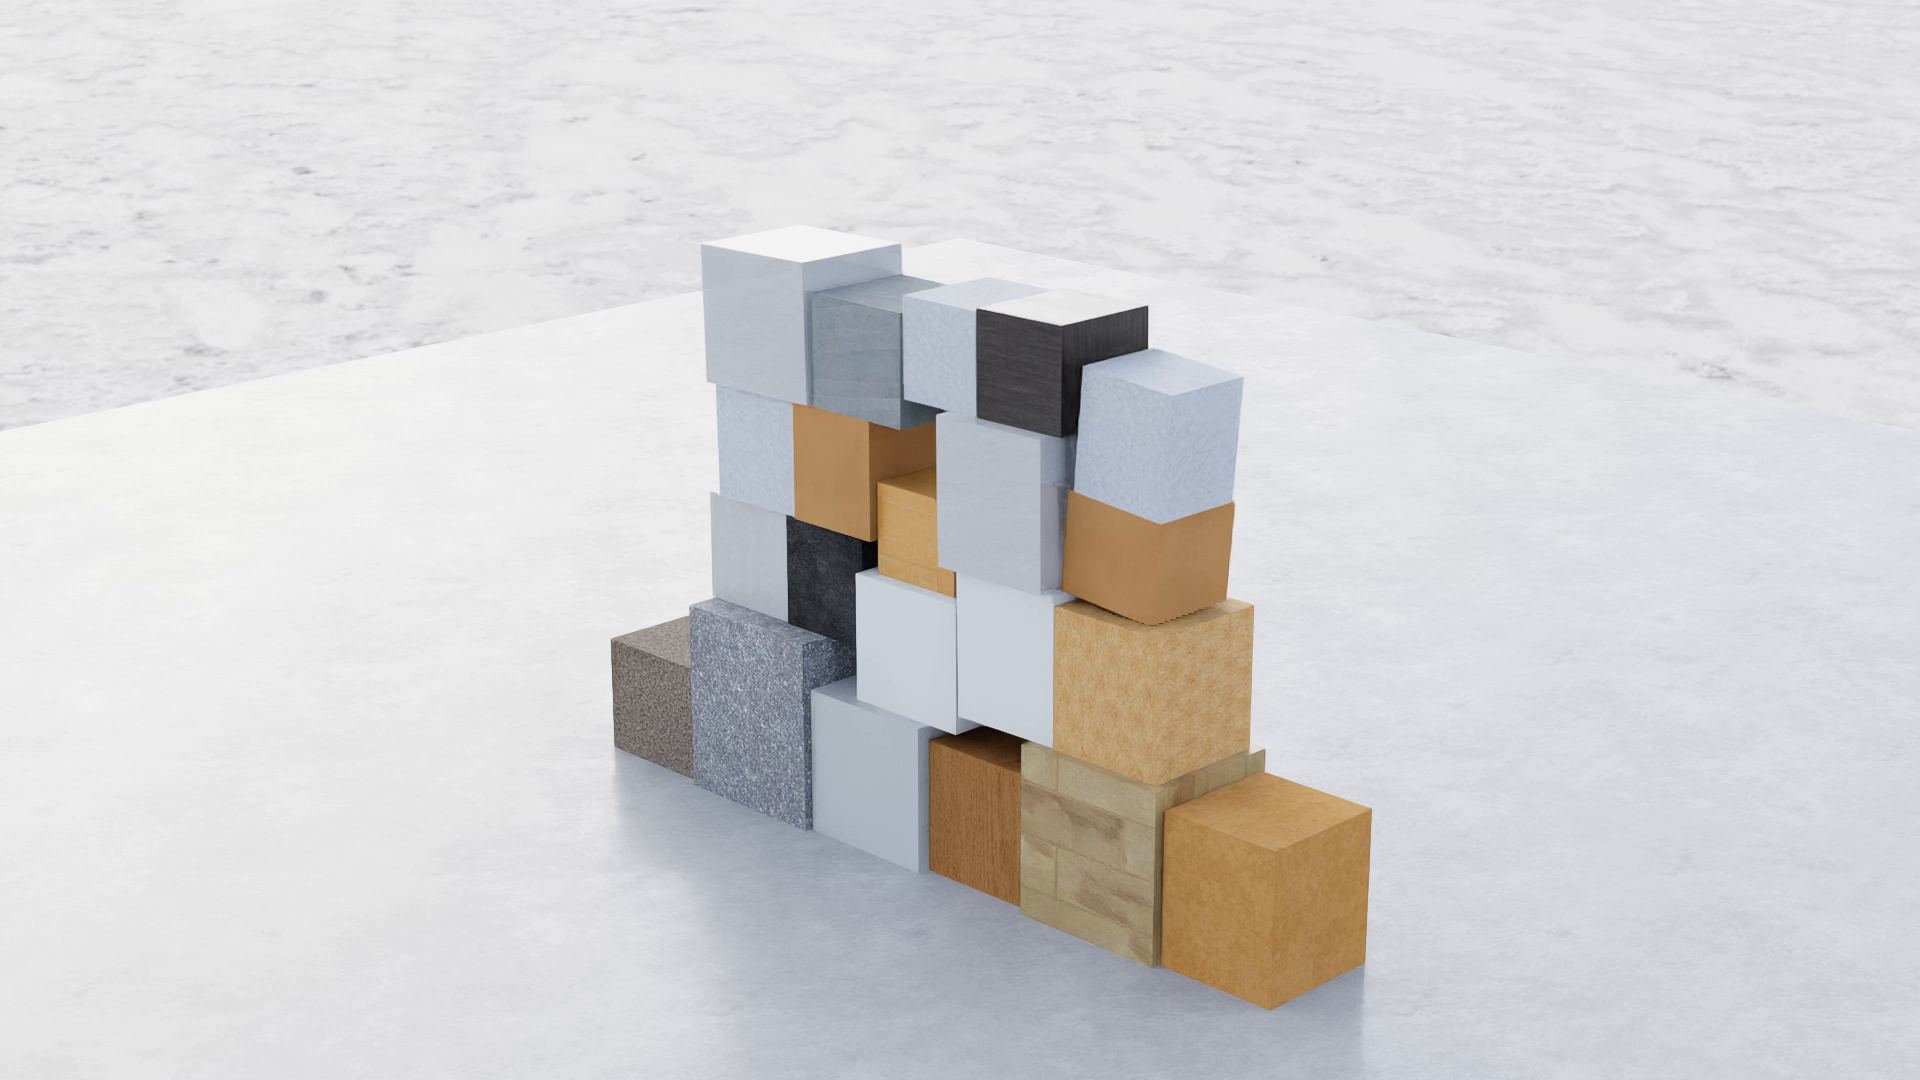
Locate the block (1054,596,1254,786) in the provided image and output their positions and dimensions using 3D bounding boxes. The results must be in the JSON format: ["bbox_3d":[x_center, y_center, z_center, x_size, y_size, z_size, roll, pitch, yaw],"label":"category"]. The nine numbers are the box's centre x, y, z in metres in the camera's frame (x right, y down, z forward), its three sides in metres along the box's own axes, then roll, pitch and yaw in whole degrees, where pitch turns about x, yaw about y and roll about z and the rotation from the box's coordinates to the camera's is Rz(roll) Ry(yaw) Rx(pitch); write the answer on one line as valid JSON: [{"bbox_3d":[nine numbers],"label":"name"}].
[{"bbox_3d":[0.834,0.594,12.660,0.620,0.659,0.593,-17,24,-42],"label":"block"}]

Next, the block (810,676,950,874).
[{"bbox_3d":[-0.182,1.038,13.860,0.746,0.708,0.720,-17,24,-42],"label":"block"}]

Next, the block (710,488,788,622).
[{"bbox_3d":[-0.830,0.023,14.246,0.560,0.536,0.517,17,24,42],"label":"block"}]

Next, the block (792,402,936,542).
[{"bbox_3d":[-0.407,-0.371,13.627,0.523,0.568,0.513,-17,24,-42],"label":"block"}]

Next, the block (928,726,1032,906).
[{"bbox_3d":[0.290,1.217,13.404,0.601,0.640,0.619,-17,24,-42],"label":"block"}]

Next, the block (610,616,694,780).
[{"bbox_3d":[-1.275,0.773,14.907,0.715,0.586,0.674,-17,24,-42],"label":"block"}]

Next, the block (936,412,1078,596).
[{"bbox_3d":[0.364,-0.225,12.900,0.625,0.694,0.688,16,23,43],"label":"block"}]

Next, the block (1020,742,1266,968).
[{"bbox_3d":[0.800,1.285,12.908,0.723,0.808,0.781,-17,24,-42],"label":"block"}]

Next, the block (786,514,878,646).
[{"bbox_3d":[-0.451,0.138,13.865,0.519,0.545,0.519,-17,24,-42],"label":"block"}]

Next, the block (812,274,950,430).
[{"bbox_3d":[-0.270,-0.864,13.359,0.563,0.533,0.576,-17,24,-42],"label":"block"}]

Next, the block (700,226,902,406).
[{"bbox_3d":[-0.739,-1.068,13.792,0.622,0.666,0.707,-17,23,-42],"label":"block"}]

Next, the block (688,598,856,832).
[{"bbox_3d":[-0.727,0.761,14.357,0.842,0.939,0.818,-17,24,-42],"label":"block"}]

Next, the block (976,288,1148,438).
[{"bbox_3d":[0.444,-0.770,12.660,0.496,0.486,0.550,16,23,43],"label":"block"}]

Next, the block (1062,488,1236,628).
[{"bbox_3d":[0.803,0.024,12.536,0.480,0.463,0.525,-17,29,-42],"label":"block"}]

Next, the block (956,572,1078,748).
[{"bbox_3d":[0.408,0.451,13.063,0.583,0.696,0.607,16,23,43],"label":"block"}]

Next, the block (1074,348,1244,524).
[{"bbox_3d":[0.834,-0.445,12.335,0.457,0.559,0.495,-17,29,-42],"label":"block"}]

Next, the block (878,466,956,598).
[{"bbox_3d":[-0.042,-0.050,13.355,0.449,0.439,0.493,-17,24,-42],"label":"block"}]

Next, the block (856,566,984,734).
[{"bbox_3d":[-0.047,0.455,13.508,0.570,0.616,0.649,-17,24,-42],"label":"block"}]

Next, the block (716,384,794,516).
[{"bbox_3d":[-0.784,-0.486,14.003,0.514,0.568,0.545,-17,23,-42],"label":"block"}]

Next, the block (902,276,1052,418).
[{"bbox_3d":[0.099,-0.860,12.980,0.458,0.472,0.537,16,24,42],"label":"block"}]

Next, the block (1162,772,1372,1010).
[{"bbox_3d":[1.299,1.477,12.454,0.642,0.714,0.600,-17,24,-42],"label":"block"}]
